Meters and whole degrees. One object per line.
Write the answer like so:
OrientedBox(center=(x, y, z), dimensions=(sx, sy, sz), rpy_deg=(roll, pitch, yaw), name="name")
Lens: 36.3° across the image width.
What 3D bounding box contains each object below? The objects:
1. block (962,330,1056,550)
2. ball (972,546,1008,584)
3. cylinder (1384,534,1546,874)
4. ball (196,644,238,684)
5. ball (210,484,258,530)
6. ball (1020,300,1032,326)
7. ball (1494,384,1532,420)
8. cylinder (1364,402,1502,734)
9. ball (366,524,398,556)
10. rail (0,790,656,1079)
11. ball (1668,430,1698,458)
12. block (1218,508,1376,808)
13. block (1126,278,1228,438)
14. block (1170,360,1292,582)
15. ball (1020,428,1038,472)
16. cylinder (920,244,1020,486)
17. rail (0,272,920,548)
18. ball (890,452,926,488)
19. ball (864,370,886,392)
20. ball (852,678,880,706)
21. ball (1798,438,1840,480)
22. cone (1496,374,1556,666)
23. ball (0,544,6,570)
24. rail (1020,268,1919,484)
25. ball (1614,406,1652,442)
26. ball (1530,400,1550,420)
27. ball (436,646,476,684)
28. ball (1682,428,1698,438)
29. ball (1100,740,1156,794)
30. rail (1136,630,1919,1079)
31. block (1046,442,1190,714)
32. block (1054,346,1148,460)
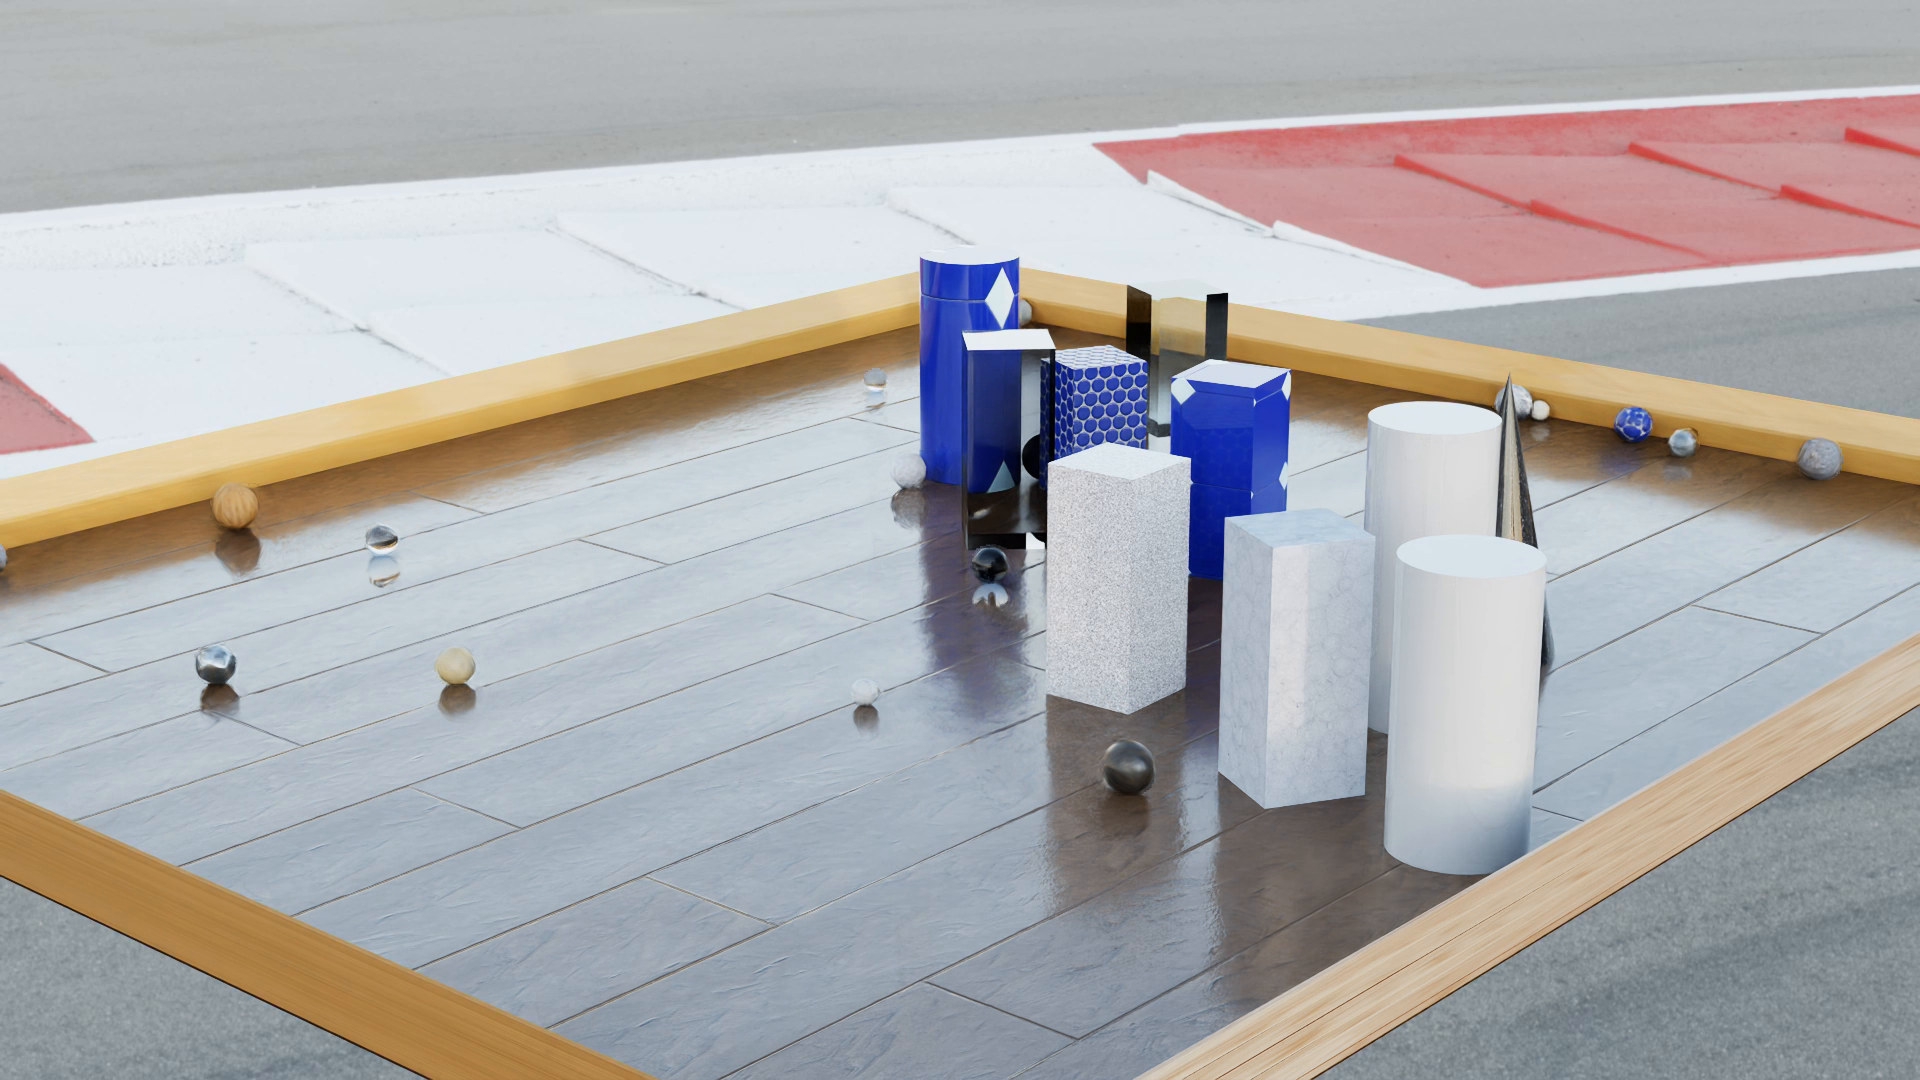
OrientedBox(center=(0.088, -0.186, 5.418), dimensions=(0.159, 0.377, 0.159), rpy_deg=(-1, 17, -4), name="block")
OrientedBox(center=(0.054, 0.044, 5.196), dimensions=(0.065, 0.065, 0.065), rpy_deg=(0, 17, 0), name="ball")
OrientedBox(center=(0.685, 0.222, 3.990), dimensions=(0.199, 0.420, 0.199), rpy_deg=(0, 17, 0), name="cylinder")
OrientedBox(center=(-1.189, 0.198, 4.686), dimensions=(0.065, 0.065, 0.065), rpy_deg=(0, 17, 0), name="ball")
OrientedBox(center=(-1.364, -0.063, 5.512), dimensions=(0.087, 0.087, 0.087), rpy_deg=(0, 17, 0), name="ball")
OrientedBox(center=(0.145, -0.557, 7.188), dimensions=(0.067, 0.067, 0.067), rpy_deg=(0, 17, 0), name="ball")
OrientedBox(center=(1.188, -0.294, 6.293), dimensions=(0.080, 0.080, 0.080), rpy_deg=(0, 17, 0), name="ball")
OrientedBox(center=(0.714, 0.045, 4.477), dimensions=(0.199, 0.478, 0.199), rpy_deg=(0, 17, 0), name="cylinder")
OrientedBox(center=(-1.057, 0.000, 5.354), dimensions=(0.058, 0.058, 0.058), rpy_deg=(0, 17, 0), name="ball")
OrientedBox(center=(-1.155, 0.416, 3.846), dimensions=(3.016, 0.129, 0.045), rpy_deg=(14, 22, 39), name="rail")
OrientedBox(center=(1.483, -0.199, 6.015), dimensions=(0.057, 0.057, 0.057), rpy_deg=(0, 17, 0), name="ball")
OrientedBox(center=(0.482, 0.168, 4.223), dimensions=(0.159, 0.389, 0.159), rpy_deg=(-6, 18, -19), name="block")
OrientedBox(center=(0.458, -0.388, 6.225), dimensions=(0.159, 0.299, 0.159), rpy_deg=(-7, 18, -22), name="block")
OrientedBox(center=(0.481, -0.123, 5.240), dimensions=(0.159, 0.359, 0.159), rpy_deg=(9, 19, 28), name="block")
OrientedBox(center=(0.167, -0.181, 5.893), dimensions=(0.095, 0.095, 0.095), rpy_deg=(0, 17, 0), name="ball")
OrientedBox(center=(0.019, -0.349, 5.842), dimensions=(0.199, 0.446, 0.199), rpy_deg=(0, 17, 0), name="cylinder")
OrientedBox(center=(-1.121, -0.248, 6.052), dimensions=(0.045, 0.129, 3.571), rpy_deg=(14, 22, 39), name="rail")
OrientedBox(center=(-0.102, -0.137, 5.785), dimensions=(0.072, 0.072, 0.072), rpy_deg=(0, 17, 0), name="ball")
OrientedBox(center=(-0.189, -0.354, 6.547), dimensions=(0.048, 0.048, 0.048), rpy_deg=(0, 17, 0), name="ball")
OrientedBox(center=(-0.148, 0.238, 4.590), dimensions=(0.043, 0.043, 0.043), rpy_deg=(0, 17, 0), name="ball")
OrientedBox(center=(1.713, -0.162, 5.848), dimensions=(0.084, 0.084, 0.084), rpy_deg=(0, 17, 0), name="ball")
OrientedBox(center=(0.883, -0.044, 4.778), dimensions=(0.199, 0.474, 0.199), rpy_deg=(0, 17, 0), name="cone")
OrientedBox(center=(-1.737, 0.031, 5.238), dimensions=(0.066, 0.066, 0.066), rpy_deg=(0, 17, 0), name="ball")
OrientedBox(center=(1.155, -0.351, 6.394), dimensions=(3.016, 0.129, 0.045), rpy_deg=(14, 22, 39), name="rail")
OrientedBox(center=(1.405, -0.242, 6.127), dimensions=(0.076, 0.076, 0.076), rpy_deg=(0, 17, 0), name="ball")
OrientedBox(center=(1.247, -0.278, 6.304), dimensions=(0.043, 0.043, 0.043), rpy_deg=(0, 17, 0), name="ball")
OrientedBox(center=(-0.805, 0.200, 4.683), dimensions=(0.063, 0.063, 0.063), rpy_deg=(0, 17, 0), name="ball")
OrientedBox(center=(1.510, -0.212, 6.089), dimensions=(0.041, 0.041, 0.041), rpy_deg=(0, 17, 0), name="ball")
OrientedBox(center=(0.243, 0.328, 4.232), dimensions=(0.078, 0.078, 0.078), rpy_deg=(0, 17, 0), name="ball")
OrientedBox(center=(1.121, 0.313, 4.188), dimensions=(0.045, 0.129, 3.571), rpy_deg=(14, 22, 39), name="rail")
OrientedBox(center=(0.248, 0.058, 4.607), dimensions=(0.159, 0.378, 0.159), rpy_deg=(13, 21, 36), name="block")
OrientedBox(center=(0.259, -0.233, 5.775), dimensions=(0.159, 0.261, 0.159), rpy_deg=(-8, 18, -24), name="block")
